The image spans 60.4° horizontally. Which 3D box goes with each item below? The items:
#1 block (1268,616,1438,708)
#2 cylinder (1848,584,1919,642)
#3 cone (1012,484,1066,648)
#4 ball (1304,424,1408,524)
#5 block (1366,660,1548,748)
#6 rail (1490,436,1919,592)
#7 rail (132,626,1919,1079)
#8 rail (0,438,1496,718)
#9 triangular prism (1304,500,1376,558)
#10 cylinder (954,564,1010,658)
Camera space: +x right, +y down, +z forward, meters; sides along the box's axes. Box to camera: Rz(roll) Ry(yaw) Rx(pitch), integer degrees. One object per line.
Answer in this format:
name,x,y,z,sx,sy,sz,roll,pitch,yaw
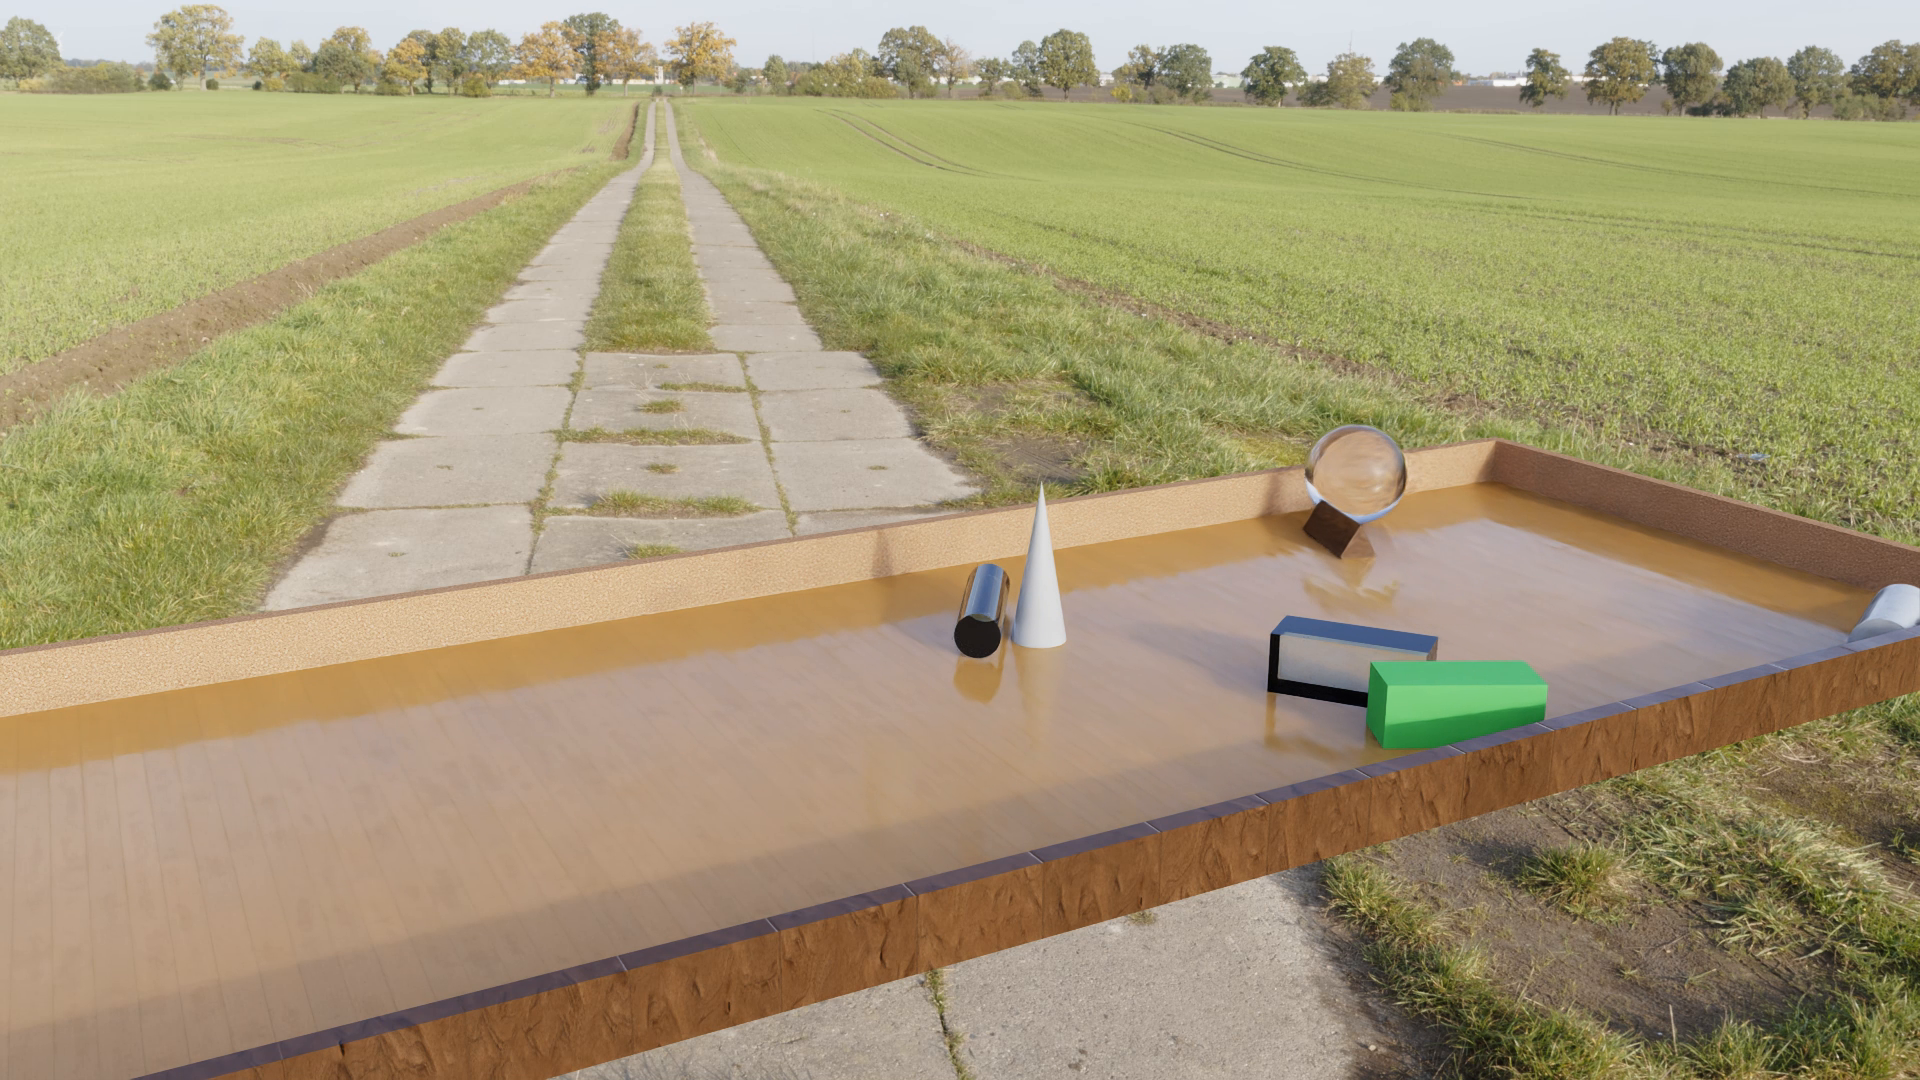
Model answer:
block,0.962,0.305,4.046,0.375,0.152,0.152,8,18,25
cylinder,2.431,0.231,4.304,0.150,0.150,0.355,12,20,35
cone,0.213,0.055,4.386,0.150,0.440,0.150,0,16,0
ball,1.321,-0.219,5.507,0.334,0.334,0.334,0,16,0
block,1.139,0.378,3.797,0.361,0.153,0.153,0,16,-1
rail,2.466,-0.048,5.253,0.050,0.150,2.100,-9,18,-27
rail,-2.336,1.006,1.665,12.000,0.150,0.050,-9,18,-27
rail,-3.305,0.497,3.399,12.000,0.150,0.050,-9,18,-27
triangular prism,1.219,-0.040,5.296,0.120,0.104,0.324,-2,17,-9
cylinder,0.064,0.188,4.498,0.123,0.123,0.440,1,16,5
